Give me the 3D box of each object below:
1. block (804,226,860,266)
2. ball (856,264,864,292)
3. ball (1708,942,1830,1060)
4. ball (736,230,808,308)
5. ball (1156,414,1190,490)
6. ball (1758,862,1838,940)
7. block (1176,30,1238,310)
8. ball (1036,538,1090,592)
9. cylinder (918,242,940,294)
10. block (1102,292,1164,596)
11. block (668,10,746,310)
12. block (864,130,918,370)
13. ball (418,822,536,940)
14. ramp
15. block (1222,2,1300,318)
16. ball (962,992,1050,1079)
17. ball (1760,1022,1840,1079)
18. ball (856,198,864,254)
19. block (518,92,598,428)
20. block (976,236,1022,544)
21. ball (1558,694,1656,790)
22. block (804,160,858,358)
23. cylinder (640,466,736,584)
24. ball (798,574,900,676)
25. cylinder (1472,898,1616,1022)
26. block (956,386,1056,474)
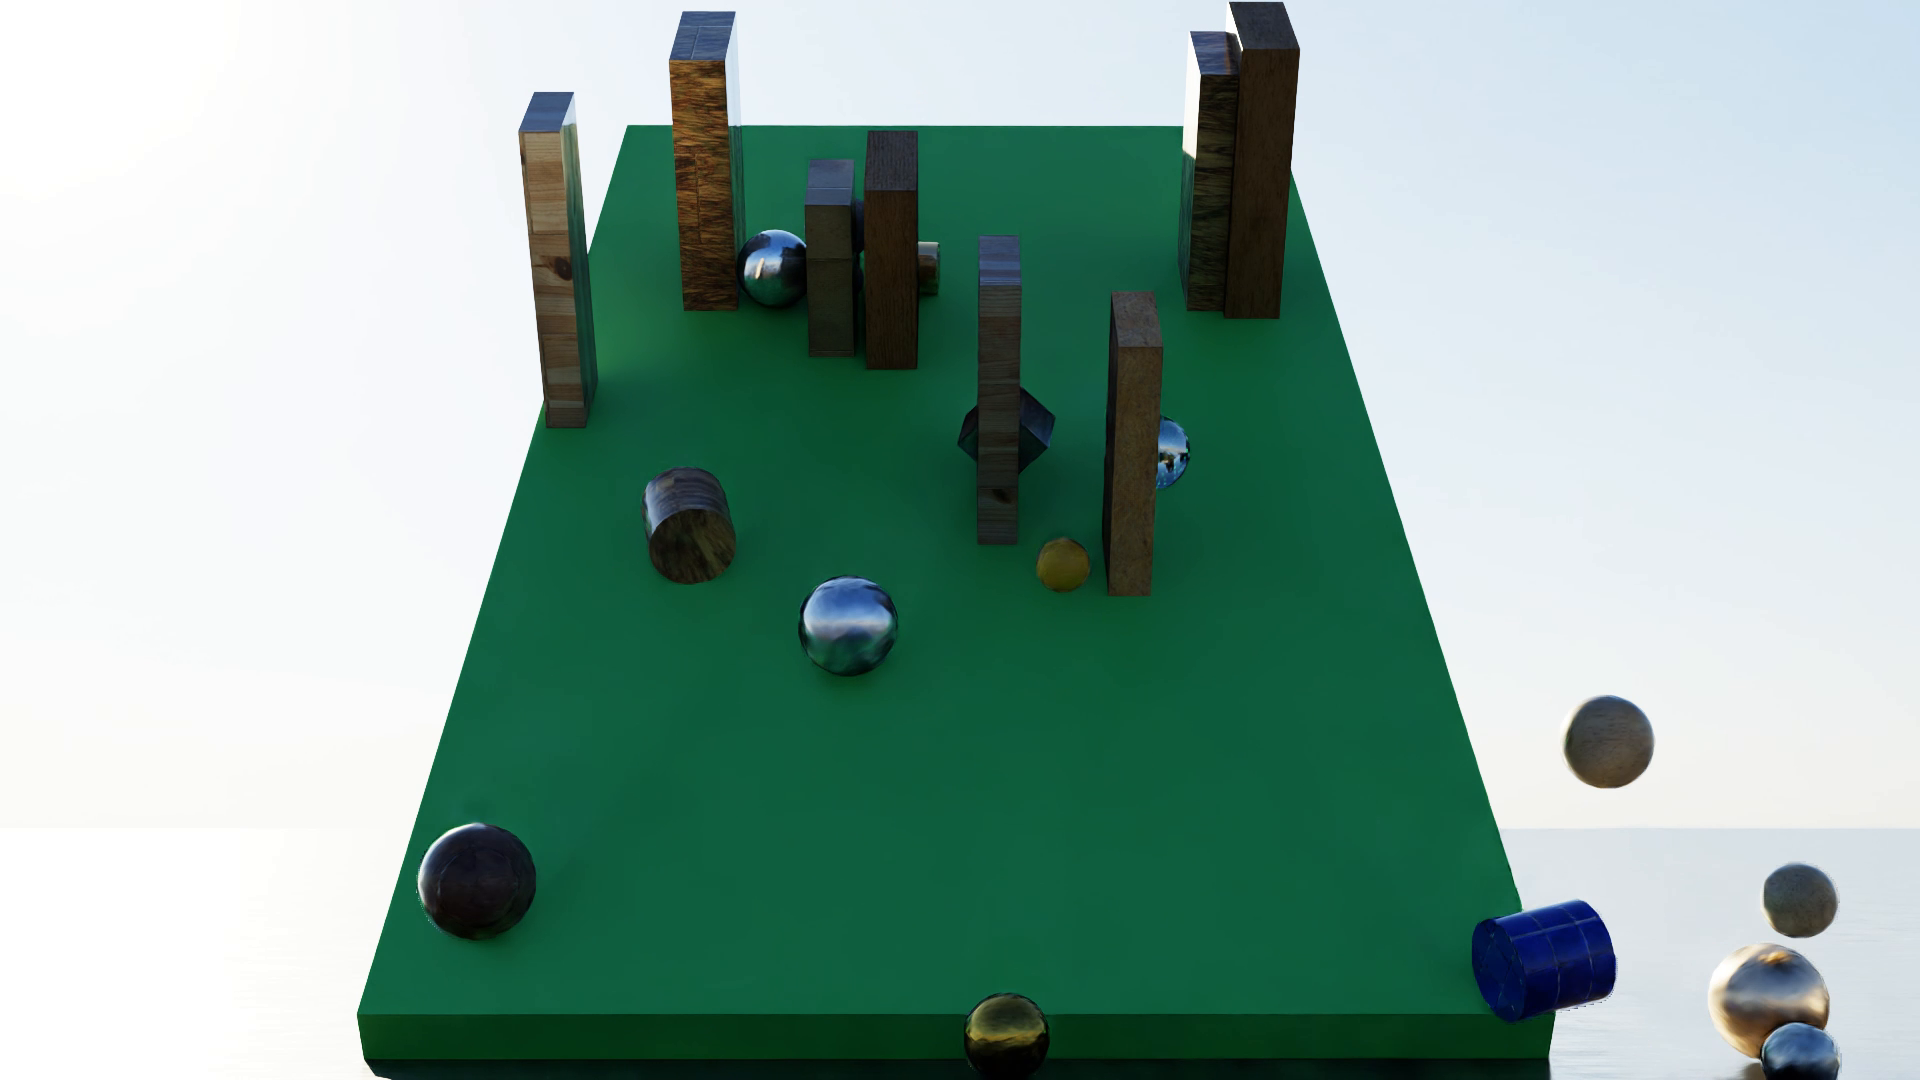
[{"bbox_3d":[-0.341,-0.755,6.487,0.130,0.130,0.130,-5,31,-8],"label":"block"},{"bbox_3d":[-0.308,-0.686,6.393,0.111,0.111,0.111,0,-7,0],"label":"ball"},{"bbox_3d":[1.354,0.774,4.074,0.195,0.195,0.195,0,-7,0],"label":"ball"},{"bbox_3d":[-0.480,-0.707,6.336,0.203,0.203,0.203,0,-7,0],"label":"ball"},{"bbox_3d":[0.437,-0.200,5.531,0.173,0.173,0.173,0,-7,0],"label":"ball"},{"bbox_3d":[1.383,0.595,4.012,0.124,0.124,0.124,0,-7,0],"label":"ball"},{"bbox_3d":[0.649,-0.959,6.332,0.111,0.647,0.320,0,31,0],"label":"block"},{"bbox_3d":[0.218,0.053,5.164,0.117,0.117,0.117,0,-7,0],"label":"ball"},{"bbox_3d":[-0.127,-0.720,6.423,0.138,0.138,0.138,3,-6,4],"label":"cylinder"},{"bbox_3d":[0.361,-0.200,5.127,0.089,0.590,0.260,0,31,0],"label":"block"},{"bbox_3d":[-0.651,-0.987,6.335,0.139,0.682,0.371,0,31,0],"label":"block"},{"bbox_3d":[-0.170,-0.730,6.109,0.126,0.480,0.386,0,31,0],"label":"block"},{"bbox_3d":[-0.830,0.588,4.189,0.200,0.200,0.200,0,-7,0],"label":"ball"},{"bbox_3d":[-0.014,-0.200,5.792,2.000,0.100,4.000,0,31,0],"label":"ramp"},{"bbox_3d":[0.759,-0.980,6.287,0.142,0.730,0.357,0,31,0],"label":"block"},{"bbox_3d":[0.072,0.768,3.765,0.135,0.135,0.135,0,-7,0],"label":"ball"},{"bbox_3d":[1.215,0.753,3.518,0.108,0.108,0.108,0,-7,0],"label":"ball"},{"bbox_3d":[-0.289,-0.818,6.340,0.150,0.150,0.150,0,-7,0],"label":"ball"},{"bbox_3d":[-0.939,-0.652,5.712,0.093,0.751,0.247,0,31,0],"label":"block"},{"bbox_3d":[0.083,-0.323,5.294,0.087,0.626,0.253,0,31,0],"label":"block"},{"bbox_3d":[1.266,0.395,4.764,0.185,0.185,0.185,0,-7,0],"label":"ball"},{"bbox_3d":[-0.323,-0.713,6.143,0.113,0.413,0.290,0,31,0],"label":"block"},{"bbox_3d":[-0.585,-0.033,5.233,0.186,0.186,0.186,2,30,-15],"label":"cylinder"},{"bbox_3d":[-0.224,0.172,4.881,0.204,0.204,0.204,0,-7,0],"label":"ball"},{"bbox_3d":[0.969,0.698,4.044,0.170,0.170,0.170,-10,-3,-17],"label":"cylinder"},{"bbox_3d":[0.107,-0.250,5.576,0.148,0.148,0.148,41,-62,-15],"label":"block"}]
